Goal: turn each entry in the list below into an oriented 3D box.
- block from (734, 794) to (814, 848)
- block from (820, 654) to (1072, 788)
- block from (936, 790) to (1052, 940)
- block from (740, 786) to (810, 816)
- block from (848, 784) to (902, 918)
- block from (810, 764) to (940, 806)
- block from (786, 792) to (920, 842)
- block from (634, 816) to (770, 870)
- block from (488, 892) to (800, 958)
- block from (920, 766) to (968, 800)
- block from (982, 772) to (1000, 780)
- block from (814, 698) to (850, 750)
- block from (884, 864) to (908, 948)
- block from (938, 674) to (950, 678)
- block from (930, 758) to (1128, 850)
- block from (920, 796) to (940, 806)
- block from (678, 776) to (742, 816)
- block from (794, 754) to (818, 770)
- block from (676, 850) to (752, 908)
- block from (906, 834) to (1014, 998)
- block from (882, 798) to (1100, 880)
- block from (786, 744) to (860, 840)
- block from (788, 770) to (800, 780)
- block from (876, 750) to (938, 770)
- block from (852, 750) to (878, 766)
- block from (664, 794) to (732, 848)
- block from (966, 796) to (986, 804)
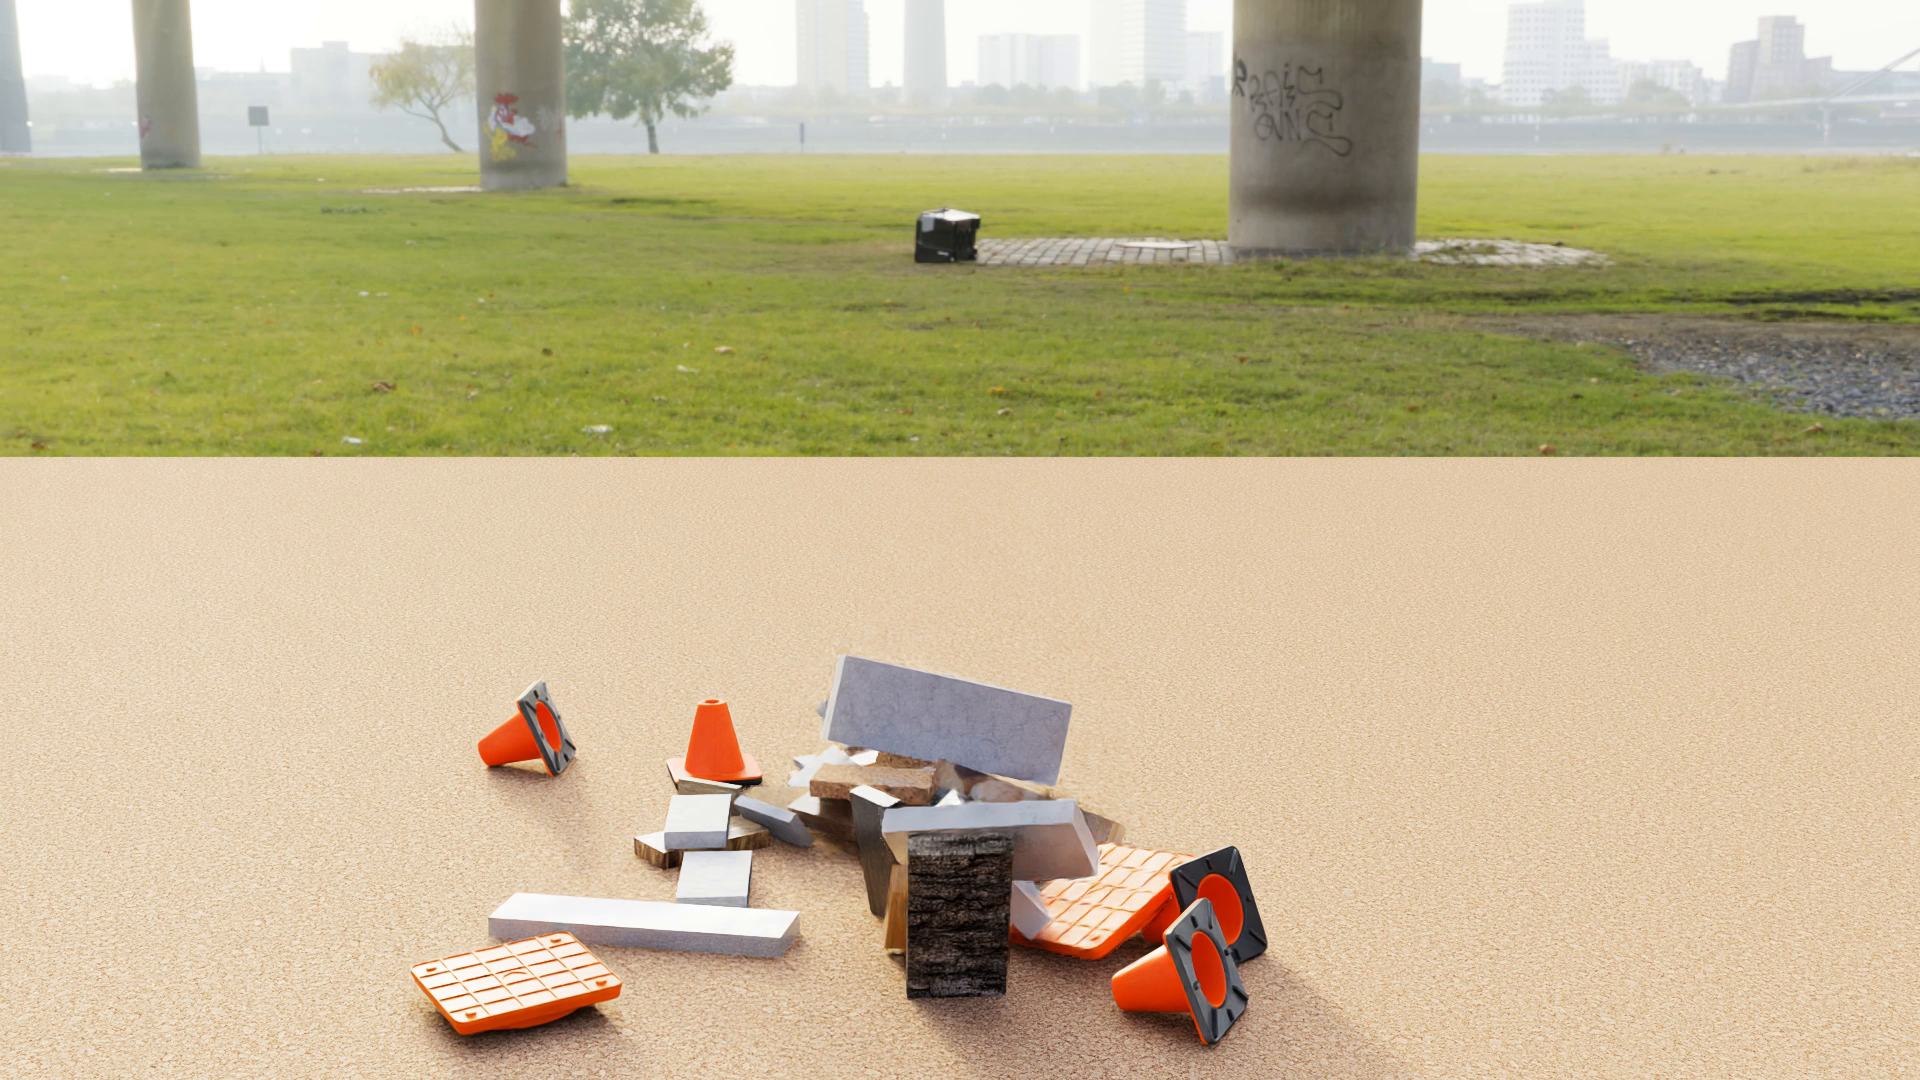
[{"bbox_3d":[-0.333,0.503,3.932,0.149,0.075,0.021,11,53,43],"label":"block"},{"bbox_3d":[-0.022,0.344,4.169,0.467,0.162,0.046,14,-5,-19],"label":"block"},{"bbox_3d":[0.049,0.512,3.496,0.046,0.162,0.323,-44,12,2],"label":"block"},{"bbox_3d":[-0.322,0.486,4.022,0.149,0.021,0.075,-3,41,24],"label":"block"},{"bbox_3d":[-0.119,0.507,3.519,0.030,0.215,0.108,-20,19,-31],"label":"block"},{"bbox_3d":[-0.151,0.433,3.909,0.215,0.030,0.108,3,11,9],"label":"block"},{"bbox_3d":[-0.132,0.492,3.838,0.367,0.030,0.108,10,29,39],"label":"block"},{"bbox_3d":[-0.455,0.534,3.889,0.214,0.030,0.107,-8,13,-35],"label":"block"},{"bbox_3d":[-0.499,0.608,3.481,0.476,0.033,0.115,2,11,11],"label":"block"},{"bbox_3d":[-0.028,0.479,4.032,0.023,0.081,0.163,-6,14,-26],"label":"block"},{"bbox_3d":[0.034,0.451,4.112,0.081,0.023,0.163,14,-2,-17],"label":"block"},{"bbox_3d":[-0.203,0.359,4.639,0.030,0.107,0.257,-42,-9,26],"label":"block"},{"bbox_3d":[-0.035,0.552,3.300,0.145,0.041,0.291,1,-26,-4],"label":"block"},{"bbox_3d":[-0.083,0.336,4.989,0.064,0.018,0.200,3,11,16],"label":"block"},{"bbox_3d":[0.122,0.462,3.835,0.323,0.046,0.162,18,-6,15],"label":"block"},{"bbox_3d":[-0.090,0.495,4.001,0.115,0.033,0.230,-9,20,-25],"label":"block"},{"bbox_3d":[-0.463,0.481,4.077,0.131,0.066,0.019,6,12,28],"label":"block"},{"bbox_3d":[-0.294,0.450,4.389,0.047,0.013,0.094,-5,12,-25],"label":"block"},{"bbox_3d":[-0.409,0.572,3.674,0.115,0.033,0.230,-1,11,-3],"label":"block"},{"bbox_3d":[-0.003,0.542,3.163,0.145,0.291,0.041,-1,37,-3],"label":"block"},{"bbox_3d":[0.046,0.446,3.238,0.291,0.145,0.041,-5,48,18],"label":"block"},{"bbox_3d":[-0.223,0.462,4.053,0.115,0.033,0.230,-38,28,-13],"label":"block"},{"bbox_3d":[-0.303,0.469,4.284,0.047,0.013,0.094,-3,11,-16],"label":"block"},{"bbox_3d":[-0.089,0.420,4.255,0.163,0.081,0.023,-6,24,-37],"label":"block"},{"bbox_3d":[-0.183,0.441,4.353,0.129,0.018,0.064,-15,15,-17],"label":"block"},{"bbox_3d":[-0.465,0.499,3.909,0.107,0.030,0.214,-1,11,-3],"label":"block"},{"bbox_3d":[0.116,0.497,3.791,0.230,0.033,0.115,20,-6,2],"label":"block"}]
